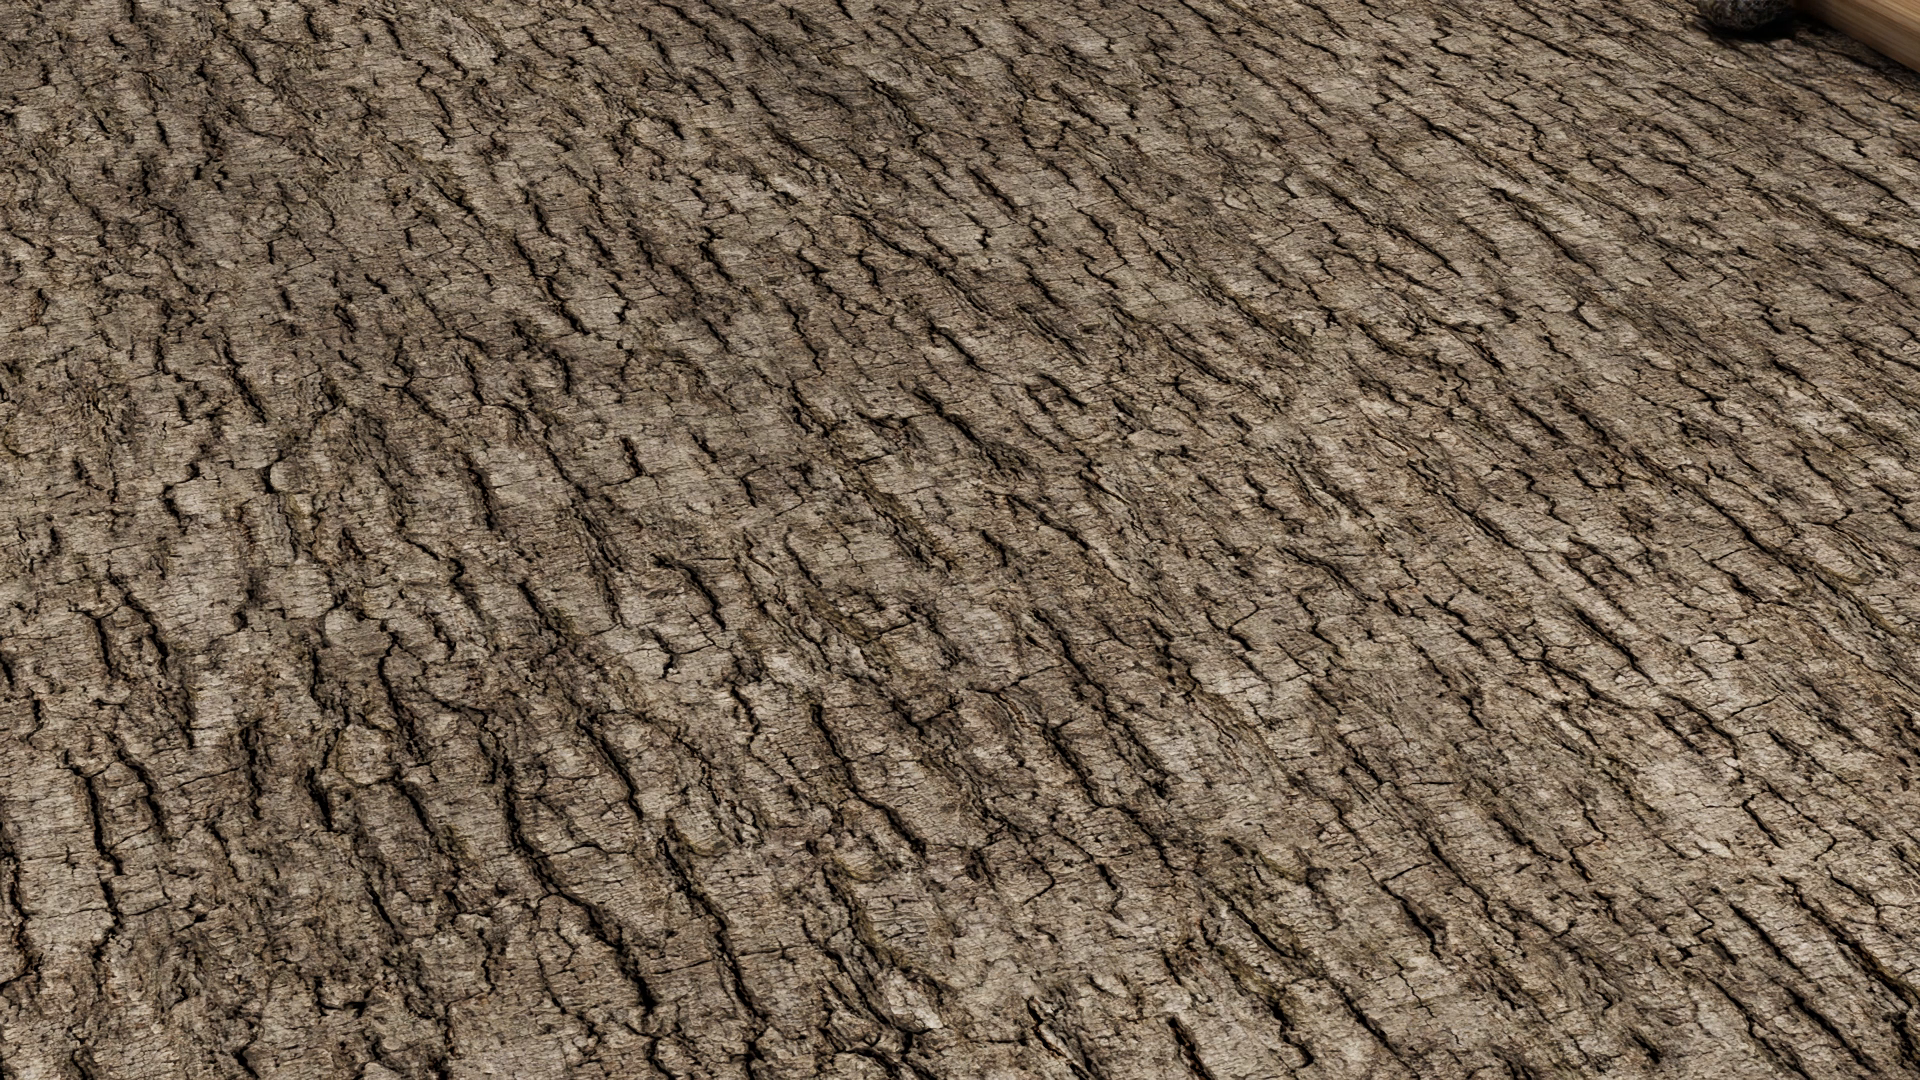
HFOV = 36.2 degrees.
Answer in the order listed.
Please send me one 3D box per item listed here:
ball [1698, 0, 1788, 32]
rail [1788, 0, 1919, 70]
[{"bbox_3d":[0.704,-0.499,2.644,0.084,0.084,0.084,0,29,0],"label":"ball"},{"bbox_3d":[0.635,-0.686,2.937,0.045,0.119,4.119,-11,31,-19],"label":"rail"}]
